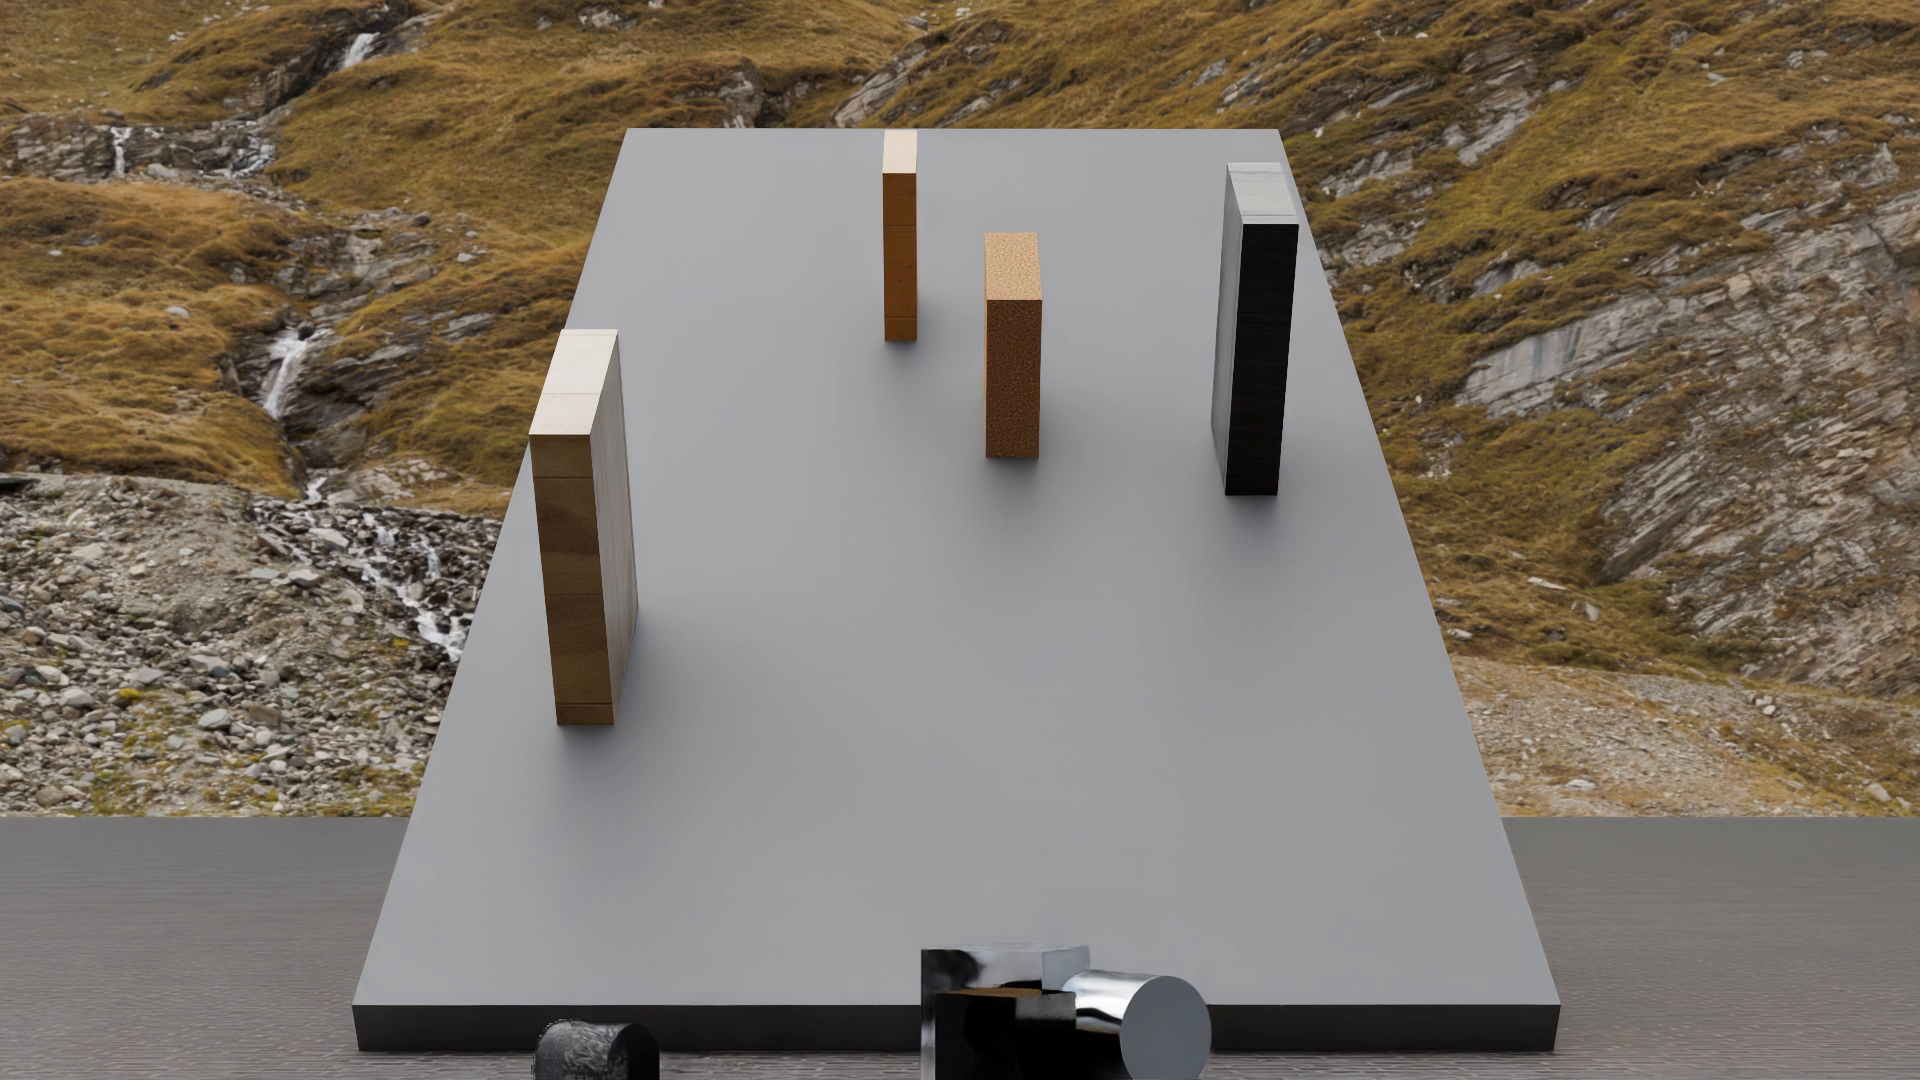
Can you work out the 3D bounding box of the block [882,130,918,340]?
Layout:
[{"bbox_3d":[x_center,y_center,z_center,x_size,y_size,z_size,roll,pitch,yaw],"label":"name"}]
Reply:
[{"bbox_3d":[-0.151,-0.777,6.179,0.082,0.454,0.288,0,31,0],"label":"block"}]

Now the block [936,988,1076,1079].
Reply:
[{"bbox_3d":[0.065,0.714,3.438,0.143,0.143,0.143,-5,-8,39],"label":"block"}]

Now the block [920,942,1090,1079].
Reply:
[{"bbox_3d":[0.070,0.710,3.639,0.194,0.194,0.194,-3,-7,24],"label":"block"}]

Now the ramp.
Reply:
[{"bbox_3d":[-0.014,-0.205,5.756,2.000,0.100,4.000,0,31,0],"label":"ramp"}]

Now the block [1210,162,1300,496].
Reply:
[{"bbox_3d":[0.659,-0.475,5.468,0.119,0.662,0.349,0,31,0],"label":"block"}]

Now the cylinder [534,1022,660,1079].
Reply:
[{"bbox_3d":[-0.480,0.699,3.212,0.117,0.117,0.117,-5,-8,28],"label":"cylinder"}]

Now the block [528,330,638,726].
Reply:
[{"bbox_3d":[-0.725,-0.027,4.724,0.110,0.638,0.436,0,31,0],"label":"block"}]

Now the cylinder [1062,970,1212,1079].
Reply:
[{"bbox_3d":[0.244,0.707,3.486,0.167,0.167,0.167,4,-8,-34],"label":"cylinder"}]

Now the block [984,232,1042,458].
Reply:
[{"bbox_3d":[0.121,-0.460,5.695,0.123,0.403,0.377,0,31,0],"label":"block"}]
